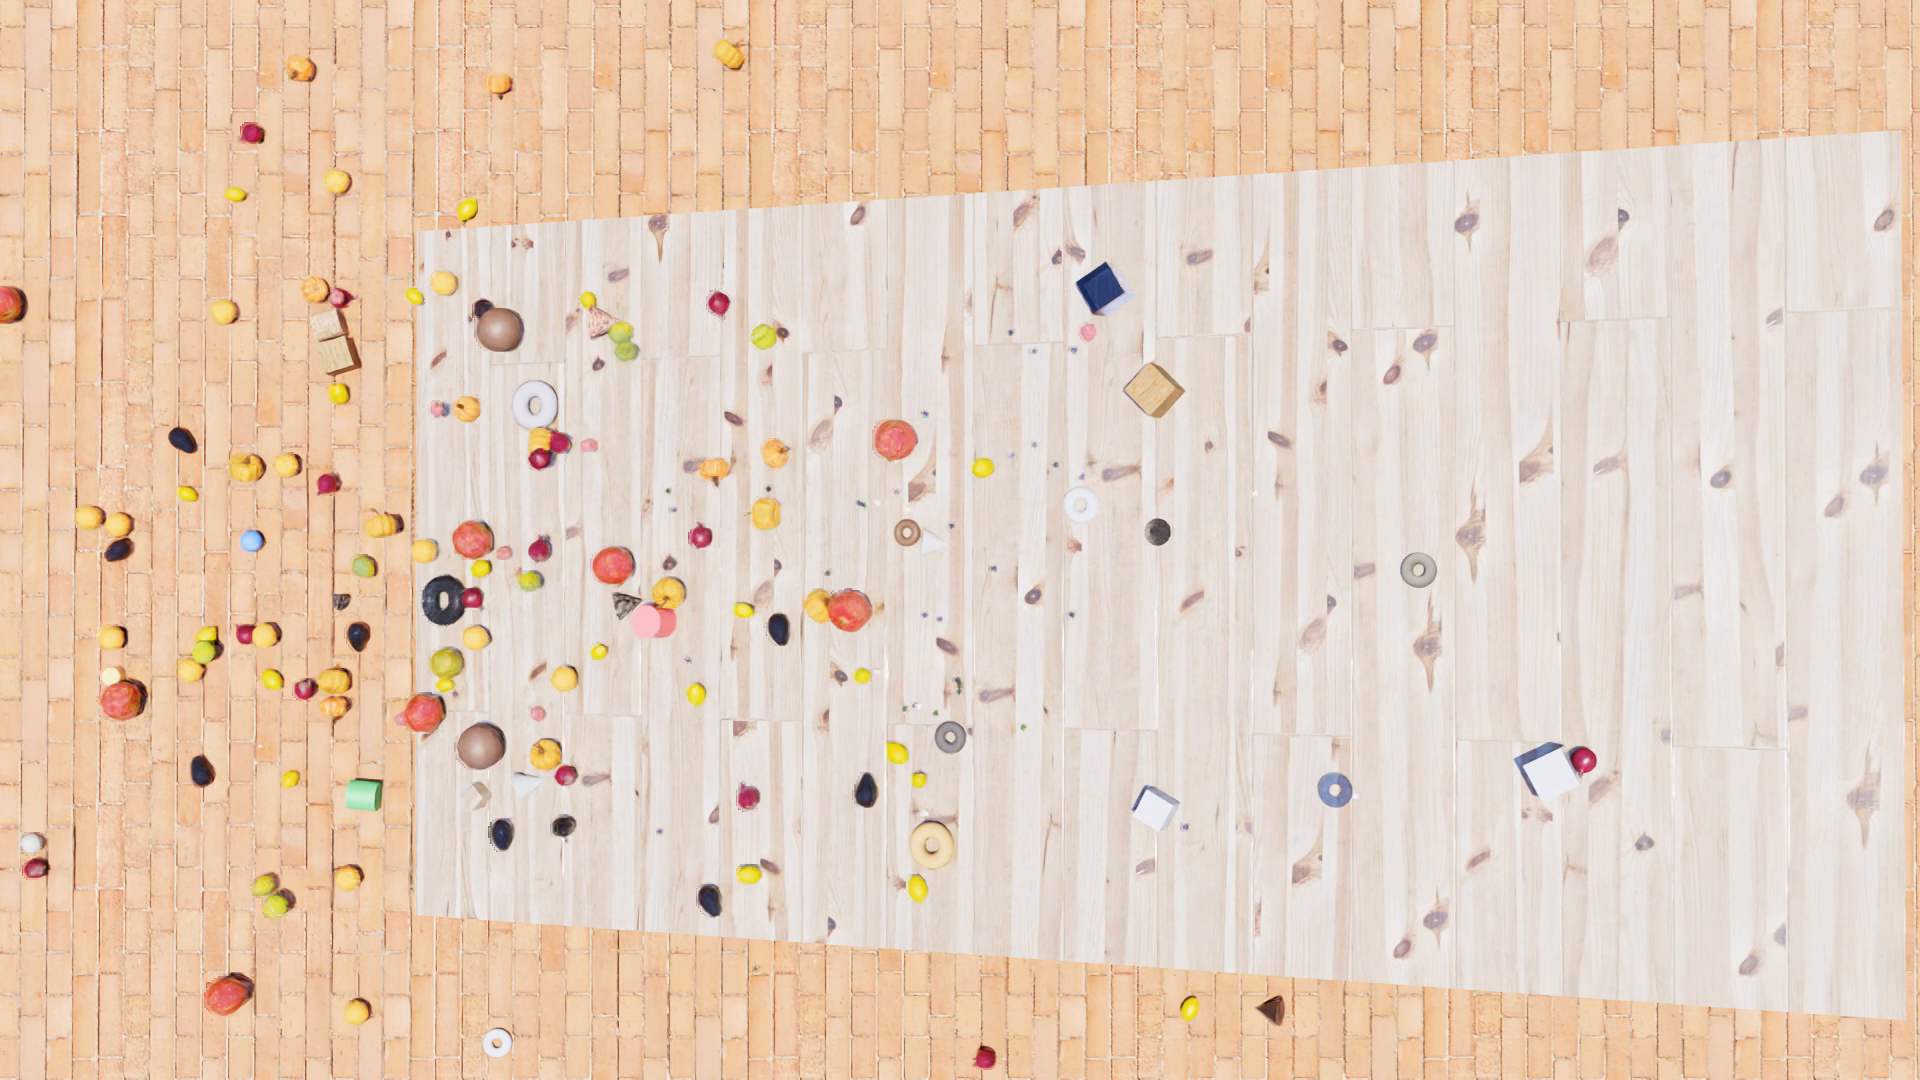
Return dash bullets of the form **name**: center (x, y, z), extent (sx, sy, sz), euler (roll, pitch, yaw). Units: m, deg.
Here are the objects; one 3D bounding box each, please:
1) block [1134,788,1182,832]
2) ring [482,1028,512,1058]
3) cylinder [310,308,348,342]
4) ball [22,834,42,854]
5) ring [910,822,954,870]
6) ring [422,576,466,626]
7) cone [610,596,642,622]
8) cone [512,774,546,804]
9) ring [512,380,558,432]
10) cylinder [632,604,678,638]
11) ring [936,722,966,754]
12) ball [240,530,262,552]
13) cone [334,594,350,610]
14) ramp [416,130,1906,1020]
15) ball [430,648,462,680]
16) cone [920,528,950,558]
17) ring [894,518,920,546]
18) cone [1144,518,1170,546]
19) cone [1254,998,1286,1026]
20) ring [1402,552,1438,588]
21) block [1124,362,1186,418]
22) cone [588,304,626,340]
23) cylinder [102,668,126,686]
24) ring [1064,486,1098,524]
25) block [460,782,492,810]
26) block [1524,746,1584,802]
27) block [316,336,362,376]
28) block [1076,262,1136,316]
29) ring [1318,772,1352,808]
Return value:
- **block**: center (0.497, 0.679, 5.544), extent (0.077, 0.077, 0.077), euler (30, 100, 20)
- **ring**: center (-1.366, 1.486, 6.495), extent (0.086, 0.029, 0.086), euler (0, 89, -1)
- **cylinder**: center (-1.865, -0.636, 6.495), extent (0.082, 0.082, 0.082), euler (-17, 89, 0)
- **ball**: center (-2.738, 0.895, 6.487), extent (0.059, 0.059, 0.059), euler (0, 89, 0)
- **ring**: center (-0.075, 0.805, 5.793), extent (0.125, 0.042, 0.125), euler (0, 91, 22)
- **ring**: center (-1.495, 0.175, 6.368), extent (0.147, 0.049, 0.147), euler (-1, 89, 23)
- **cone**: center (-0.921, 0.177, 6.144), extent (0.083, 0.083, 0.083), euler (-26, 89, 15)
- **cone**: center (-1.219, 0.693, 6.255), extent (0.090, 0.090, 0.090), euler (-17, 89, -6)
- **ring**: center (-1.211, -0.382, 6.262), extent (0.146, 0.049, 0.146), euler (0, 90, 21)
- **cylinder**: center (-0.846, 0.226, 6.082), extent (0.093, 0.093, 0.093), euler (0, 89, 22)
- **ring**: center (-0.025, 0.520, 5.783), extent (0.087, 0.029, 0.087), euler (0, 90, 21)
- **ball**: center (-2.094, 0.004, 6.496), extent (0.065, 0.065, 0.065), euler (0, 89, 0)
- **cone**: center (-1.843, 0.172, 6.514), extent (0.053, 0.053, 0.053), euler (-47, 57, -1)
- **ramp**: center (0.283, 0.087, 5.734), extent (4.000, 0.100, 2.000), euler (0, 89, 22)
- **ball**: center (-1.481, 0.356, 6.337), extent (0.091, 0.091, 0.091), euler (0, 89, 0)
- **cone**: center (-0.062, 0.009, 5.801), extent (0.078, 0.078, 0.078), euler (4, 89, -5)
- **ring**: center (-0.141, -0.019, 5.838), extent (0.075, 0.025, 0.075), euler (-1, 88, 23)
- **cone**: center (0.490, -0.020, 5.560), extent (0.071, 0.071, 0.071), euler (0, 89, 22)
- **cone**: center (0.908, 1.386, 6.493), extent (0.081, 0.081, 0.081), euler (5, 89, 27)
- **ring**: center (1.113, 0.073, 5.330), extent (0.087, 0.029, 0.087), euler (-1, 88, 23)
- **block**: center (0.492, -0.377, 5.550), extent (0.096, 0.096, 0.096), euler (47, 105, 16)
- **cone**: center (-0.988, -0.610, 6.176), extent (0.099, 0.099, 0.099), euler (1, 89, -5)
- **cylinder**: center (-2.499, 0.402, 6.497), extent (0.052, 0.052, 0.052), euler (0, 89, 0)
- **ring**: center (0.311, -0.090, 5.653), extent (0.098, 0.033, 0.098), euler (0, 91, 23)
- **block**: center (-1.388, 0.736, 6.315), extent (0.054, 0.054, 0.054), euler (-47, 74, 15)
- **block**: center (1.397, 0.550, 5.174), extent (0.095, 0.095, 0.095), euler (-30, 79, 19)
- **block**: center (-1.834, -0.543, 6.490), extent (0.090, 0.090, 0.090), euler (-17, 89, 0)
- **block**: center (0.372, -0.639, 5.602), extent (0.095, 0.095, 0.095), euler (-33, 78, 18)
- **ring**: center (0.922, 0.615, 5.400), extent (0.087, 0.029, 0.087), euler (-1, 88, 23)
